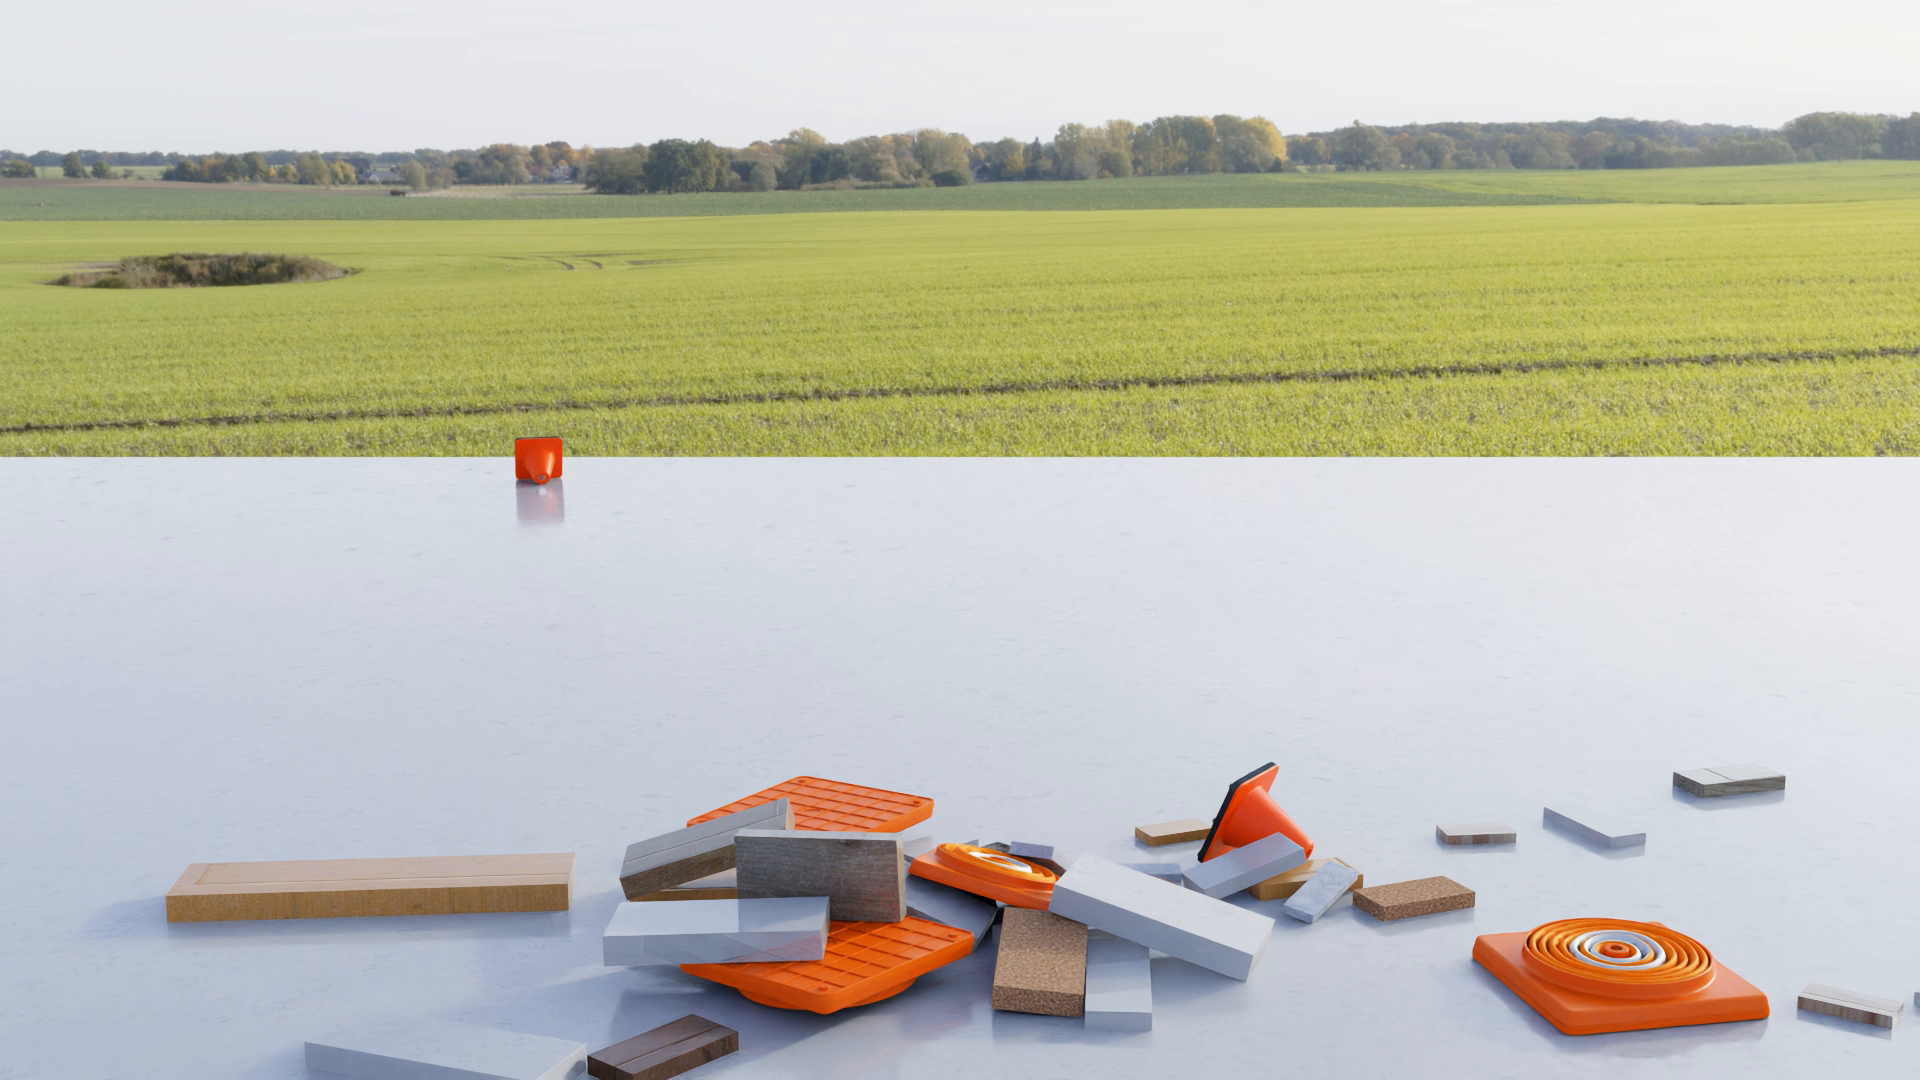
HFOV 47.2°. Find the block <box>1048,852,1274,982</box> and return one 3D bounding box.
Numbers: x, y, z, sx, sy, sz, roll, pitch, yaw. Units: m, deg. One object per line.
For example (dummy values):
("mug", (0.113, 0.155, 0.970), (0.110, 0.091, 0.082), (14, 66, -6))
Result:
("block", (0.312, 0.580, 3.398), (0.320, 0.045, 0.160), (18, 15, 16))

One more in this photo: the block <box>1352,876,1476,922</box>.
("block", (0.745, 0.588, 3.610), (0.178, 0.025, 0.089), (-5, 11, -23))

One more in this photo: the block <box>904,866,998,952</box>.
("block", (-0.046, 0.573, 3.460), (0.192, 0.027, 0.096), (24, 26, 10))

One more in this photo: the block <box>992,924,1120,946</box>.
("block", (0.157, 0.615, 3.458), (0.192, 0.027, 0.096), (-7, 12, -32))

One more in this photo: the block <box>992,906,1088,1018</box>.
("block", (0.122, 0.626, 3.279), (0.130, 0.037, 0.260), (5, 16, 4))

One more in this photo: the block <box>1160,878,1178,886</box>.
("block", (0.308, 0.576, 3.658), (0.102, 0.014, 0.051), (4, 5, -30))

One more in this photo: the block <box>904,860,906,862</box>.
("block", (-0.216, 0.550, 3.610), (0.279, 0.040, 0.140), (10, 10, -13))

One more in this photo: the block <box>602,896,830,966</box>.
("block", (-0.359, 0.582, 3.278), (0.319, 0.045, 0.160), (-2, 8, 1))

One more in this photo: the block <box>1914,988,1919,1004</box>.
("block", (1.461, 0.670, 3.188), (0.131, 0.018, 0.065), (9, 14, 40))

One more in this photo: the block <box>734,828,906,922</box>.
("block", (-0.215, 0.517, 3.391), (0.260, 0.130, 0.037), (0, 10, 14))

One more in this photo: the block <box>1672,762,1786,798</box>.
("block", (1.491, 0.466, 4.264), (0.188, 0.027, 0.094), (-4, 11, -18))

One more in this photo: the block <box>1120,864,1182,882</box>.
("block", (0.321, 0.568, 3.748), (0.109, 0.015, 0.054), (0, 11, 1))

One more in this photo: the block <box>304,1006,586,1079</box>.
("block", (-0.698, 0.699, 2.981), (0.360, 0.037, 0.130), (4, 11, 21))

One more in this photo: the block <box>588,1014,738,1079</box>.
("block", (-0.404, 0.700, 3.004), (0.094, 0.027, 0.189), (9, 14, 41))

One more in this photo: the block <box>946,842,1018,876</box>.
("block", (0.043, 0.553, 3.818), (0.127, 0.018, 0.063), (-10, 14, -43))

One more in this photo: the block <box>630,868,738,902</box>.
("block", (-0.402, 0.574, 3.645), (0.279, 0.040, 0.139), (-1, 11, -4))

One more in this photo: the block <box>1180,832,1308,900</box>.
("block", (0.475, 0.548, 3.680), (0.188, 0.027, 0.094), (-20, 15, -14))

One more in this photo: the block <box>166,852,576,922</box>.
("block", (-0.964, 0.573, 3.636), (0.638, 0.045, 0.160), (-1, 11, -5))

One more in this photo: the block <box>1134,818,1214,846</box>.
("block", (0.387, 0.526, 3.962), (0.127, 0.018, 0.063), (-5, 11, -24))

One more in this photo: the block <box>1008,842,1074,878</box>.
("block", (0.144, 0.538, 3.687), (0.076, 0.022, 0.152), (4, -19, 23))

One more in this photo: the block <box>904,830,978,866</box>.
("block", (-0.048, 0.543, 3.863), (0.152, 0.022, 0.076), (-10, 14, -43))

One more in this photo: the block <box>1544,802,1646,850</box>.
("block", (1.152, 0.518, 3.997), (0.076, 0.022, 0.195), (-4, 11, -21))

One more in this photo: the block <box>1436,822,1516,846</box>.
("block", (0.928, 0.528, 3.954), (0.127, 0.018, 0.063), (-1, 11, -6))

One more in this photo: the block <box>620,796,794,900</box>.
("block", (-0.410, 0.502, 3.587), (0.279, 0.040, 0.140), (-17, 14, 1))

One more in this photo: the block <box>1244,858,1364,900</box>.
("block", (0.572, 0.570, 3.703), (0.188, 0.027, 0.094), (-3, 11, -17))

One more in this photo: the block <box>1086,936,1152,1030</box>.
("block", (0.234, 0.653, 3.254), (0.095, 0.027, 0.292), (1, 11, 4))

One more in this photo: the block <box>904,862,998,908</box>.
("block", (-0.041, 0.565, 3.561), (0.192, 0.027, 0.096), (13, 17, -12))

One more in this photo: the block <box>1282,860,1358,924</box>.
("block", (0.592, 0.577, 3.608), (0.054, 0.015, 0.177), (17, 26, 29))

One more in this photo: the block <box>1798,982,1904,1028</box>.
("block", (1.286, 0.672, 3.177), (0.131, 0.018, 0.065), (7, 13, 35))
